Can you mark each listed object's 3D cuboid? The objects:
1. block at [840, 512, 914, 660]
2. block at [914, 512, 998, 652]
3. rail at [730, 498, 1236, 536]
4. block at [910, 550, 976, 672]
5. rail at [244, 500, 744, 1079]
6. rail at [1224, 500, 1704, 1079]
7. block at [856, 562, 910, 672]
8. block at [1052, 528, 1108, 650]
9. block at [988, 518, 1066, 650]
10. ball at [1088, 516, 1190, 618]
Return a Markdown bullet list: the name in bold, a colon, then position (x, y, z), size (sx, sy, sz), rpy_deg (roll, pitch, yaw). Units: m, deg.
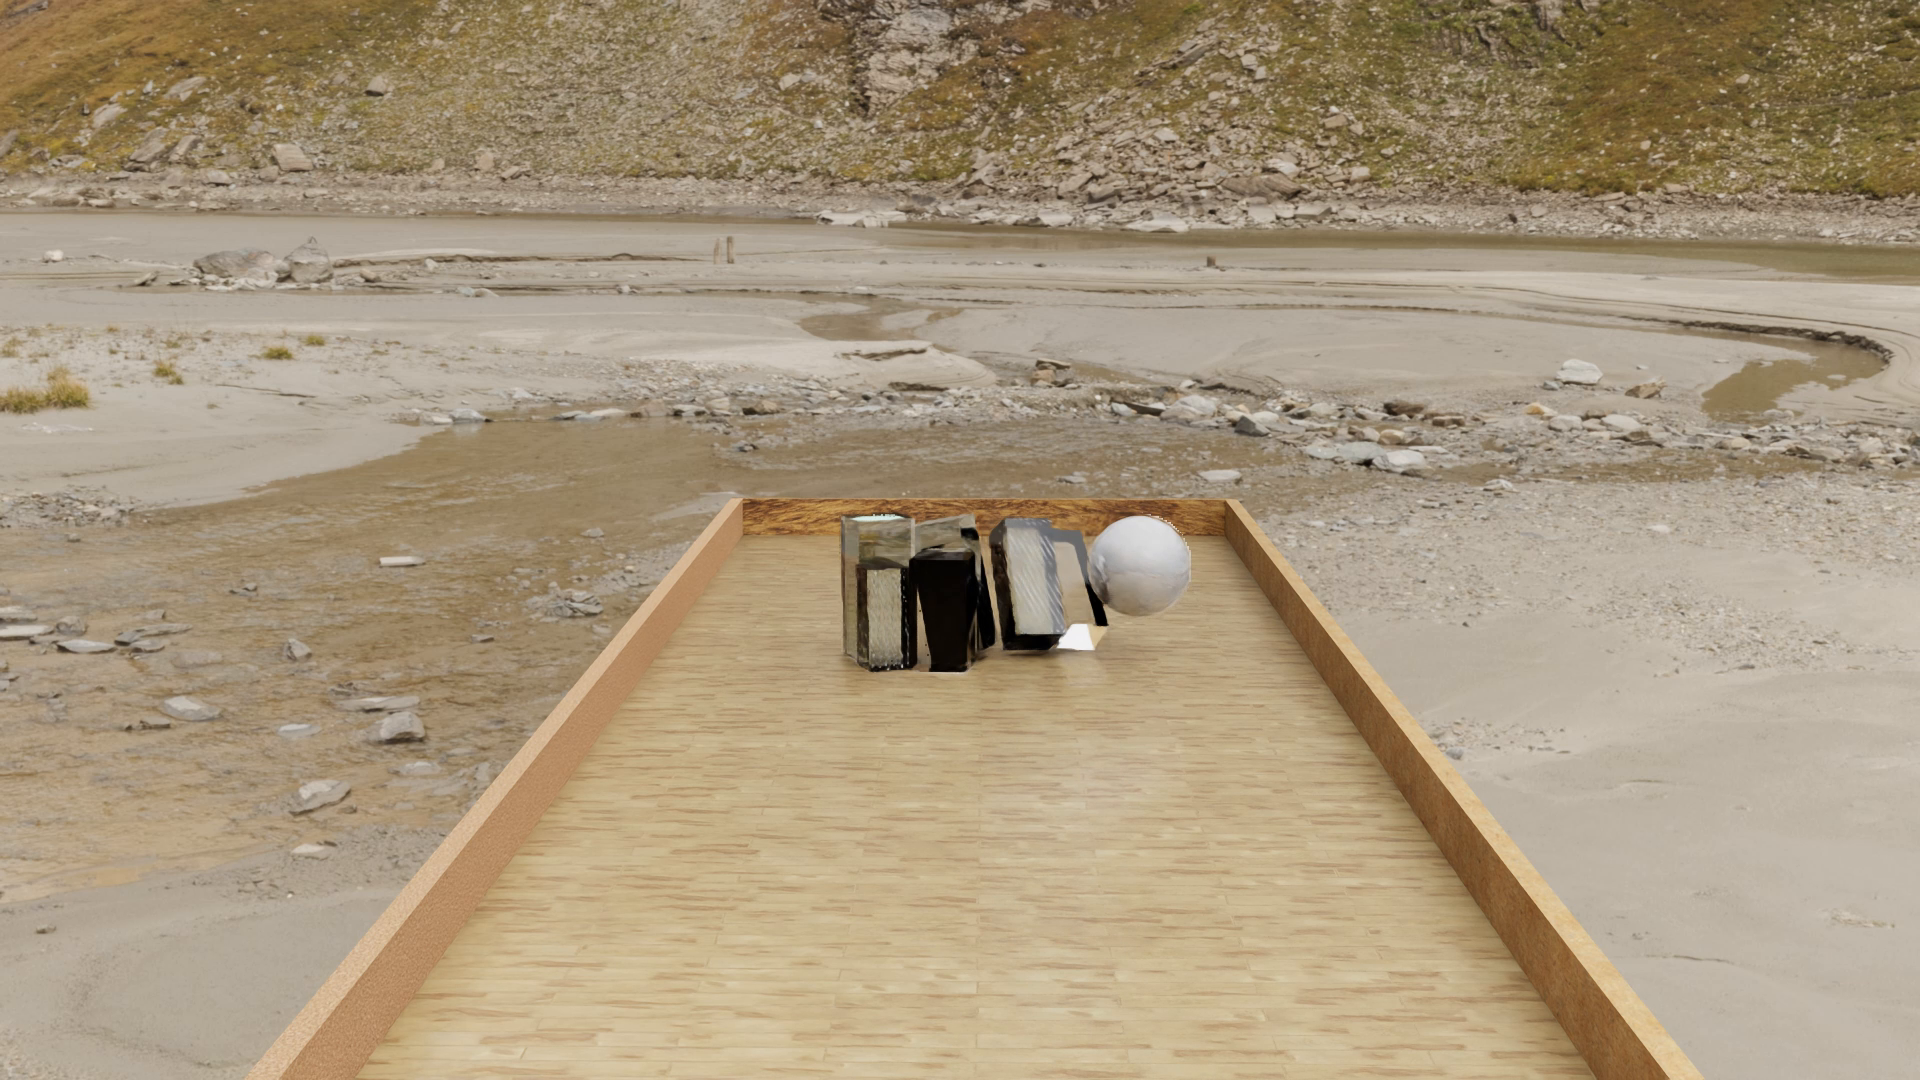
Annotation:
- **block**: position (-0.250, 0.141, 6.727), size (0.176, 0.430, 0.176), rpy_deg (-4, 8, -21)
- **block**: position (-0.016, 0.138, 6.754), size (0.158, 0.407, 0.158), rpy_deg (-9, 4, 19)
- **rail**: position (0.099, -0.098, 9.147), size (2.100, 0.150, 0.050), rpy_deg (0, 9, 1)
- **block**: position (-0.050, 0.213, 6.583), size (0.170, 0.337, 0.170), rpy_deg (2, 8, 10)
- **rail**: position (-1.004, 0.839, 3.234), size (0.050, 0.150, 12.000), rpy_deg (0, 9, 1)
- **rail**: position (1.046, 0.843, 3.208), size (0.050, 0.150, 12.000), rpy_deg (0, 9, 1)
- **block**: position (-0.229, 0.229, 6.582), size (0.127, 0.305, 0.127), rpy_deg (-4, 8, -21)
- **block**: position (0.342, 0.153, 6.893), size (0.125, 0.125, 0.378), rpy_deg (4, 50, -22)
- **block**: position (0.207, 0.136, 6.828), size (0.151, 0.381, 0.151), rpy_deg (1, -22, -21)
- **ball**: position (0.549, 0.083, 6.754), size (0.314, 0.314, 0.314), rpy_deg (0, 9, 0)
